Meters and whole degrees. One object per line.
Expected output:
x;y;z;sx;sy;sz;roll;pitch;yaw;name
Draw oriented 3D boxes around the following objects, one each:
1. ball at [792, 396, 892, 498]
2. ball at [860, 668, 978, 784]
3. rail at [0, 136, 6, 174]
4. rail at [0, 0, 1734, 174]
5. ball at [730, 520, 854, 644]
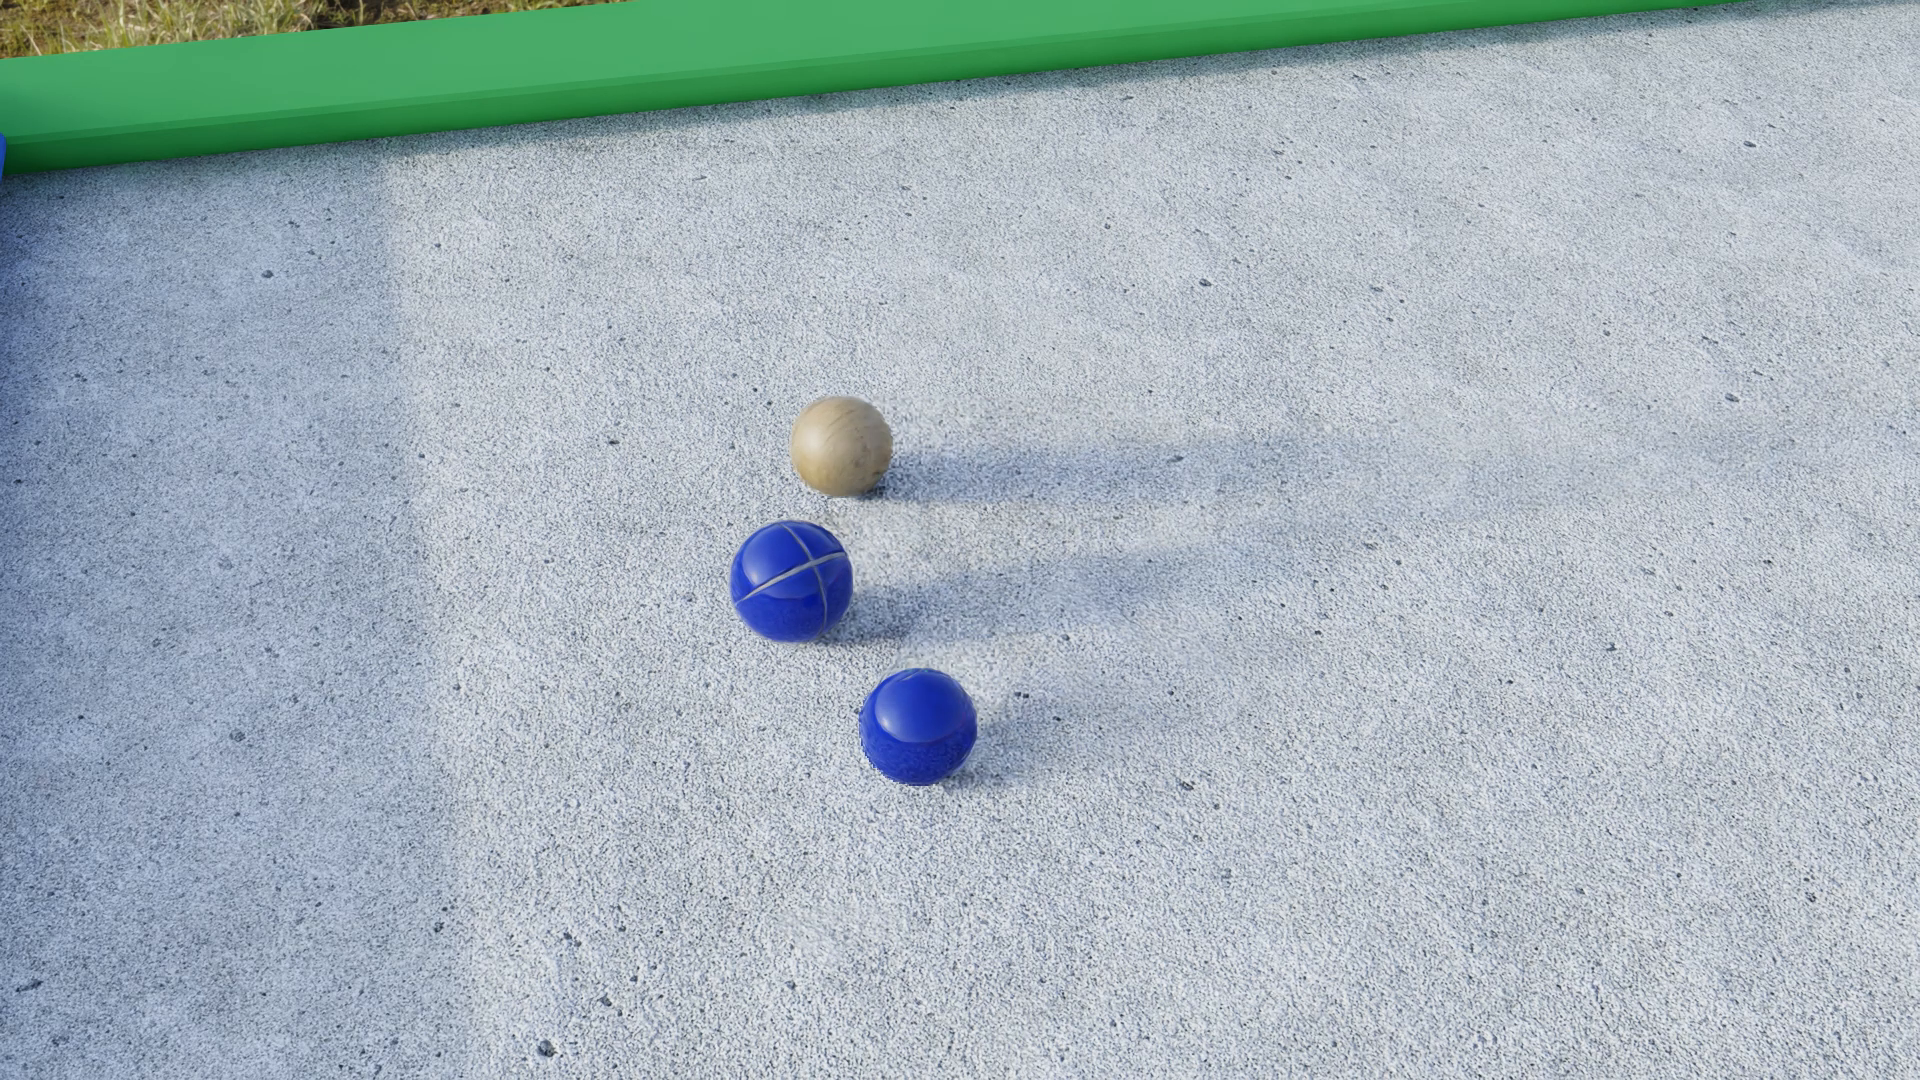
-0.079;-0.063;1.718;0.068;0.068;0.068;0;36;0;ball
-0.023;0.107;1.481;0.068;0.068;0.068;0;36;0;ball
-0.630;0.072;1.501;0.045;0.100;1.456;-8;36;-10;rail
0.496;-0.499;2.297;2.680;0.100;0.045;-8;36;-10;rail
-0.104;0.026;1.587;0.077;0.077;0.077;0;36;0;ball
